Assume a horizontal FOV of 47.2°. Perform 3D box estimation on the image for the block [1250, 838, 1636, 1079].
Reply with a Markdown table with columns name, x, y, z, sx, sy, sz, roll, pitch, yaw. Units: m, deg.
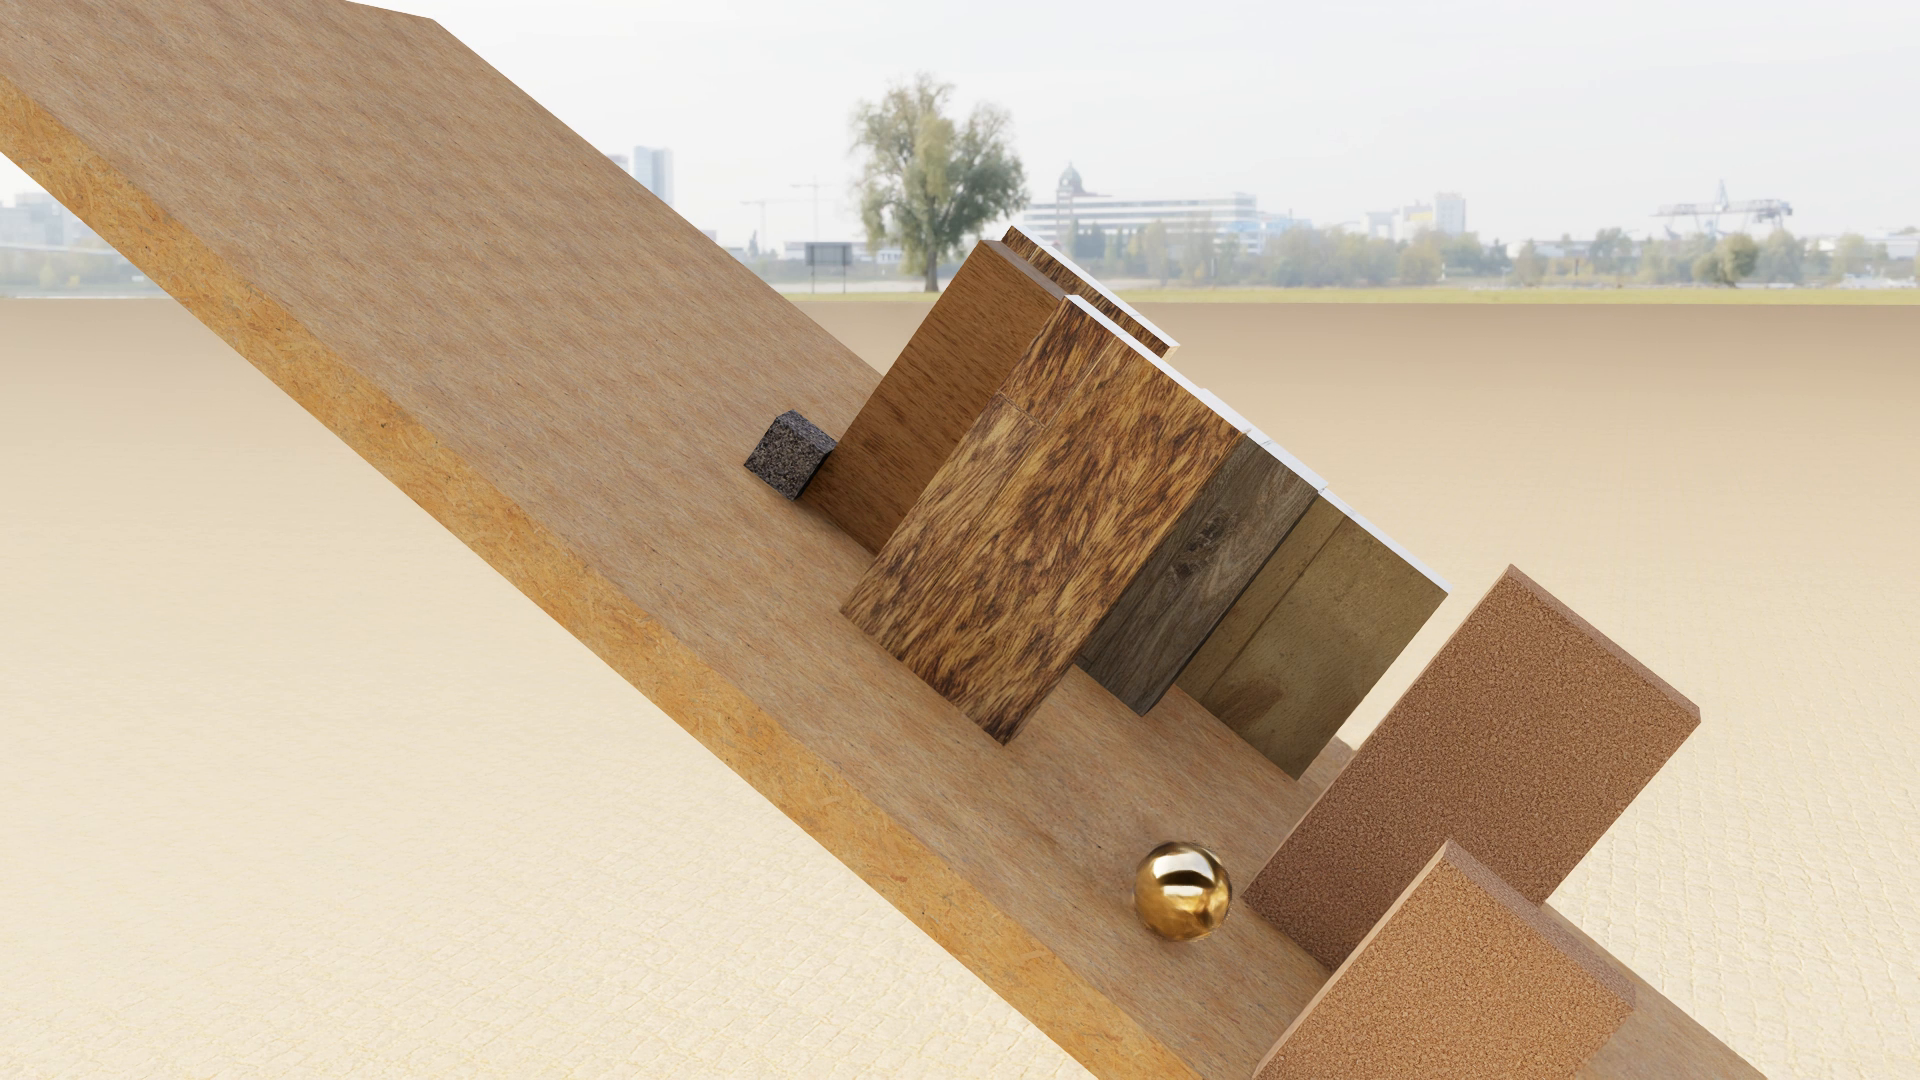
| name | x | y | z | sx | sy | sz | roll | pitch | yaw |
| --- | --- | --- | --- | --- | --- | --- | --- | --- | --- |
| block | 0.652 | 0.677 | 2.992 | 0.312 | 0.431 | 0.104 | 39 | 16 | 9 |

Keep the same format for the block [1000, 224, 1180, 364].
| name | x | y | z | sx | sy | sz | roll | pitch | yaw |
| --- | --- | --- | --- | --- | --- | --- | --- | --- | --- |
| block | 0.149 | -0.349 | 4.767 | 0.430 | 0.502 | 0.110 | 39 | 16 | 9 |

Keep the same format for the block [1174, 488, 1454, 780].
| name | x | y | z | sx | sy | sz | roll | pitch | yaw |
| --- | --- | --- | --- | --- | --- | --- | --- | --- | --- |
| block | 0.656 | 0.150 | 4.421 | 0.445 | 0.486 | 0.112 | 39 | 16 | 9 |

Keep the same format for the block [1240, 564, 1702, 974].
| name | x | y | z | sx | sy | sz | roll | pitch | yaw |
| --- | --- | --- | --- | --- | --- | --- | --- | --- | --- |
| block | 0.822 | 0.429 | 3.575 | 0.372 | 0.695 | 0.124 | 39 | 16 | 9 |

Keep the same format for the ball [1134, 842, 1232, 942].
| name | x | y | z | sx | sy | sz | roll | pitch | yaw |
| --- | --- | --- | --- | --- | --- | --- | --- | --- | --- |
| ball | 0.333 | 0.524 | 3.286 | 0.148 | 0.148 | 0.148 | 0 | 7 | 0 |

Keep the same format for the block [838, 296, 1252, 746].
| name | x | y | z | sx | sy | sz | roll | pitch | yaw |
| --- | --- | --- | --- | --- | --- | --- | --- | --- | --- |
| block | 0.130 | -0.029 | 3.542 | 0.353 | 0.641 | 0.088 | 39 | 16 | 9 |

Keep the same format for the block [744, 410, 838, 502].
| name | x | y | z | sx | sy | sz | roll | pitch | yaw |
| --- | --- | --- | --- | --- | --- | --- | --- | --- | --- |
| block | -0.303 | -0.154 | 3.976 | 0.109 | 0.109 | 0.109 | 37 | 16 | 3 |

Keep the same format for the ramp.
| name | x | y | z | sx | sy | sz | roll | pitch | yaw |
| --- | --- | --- | --- | --- | --- | --- | --- | --- | --- |
| ramp | -0.062 | 0.124 | 4.069 | 4.000 | 0.100 | 2.000 | 39 | 16 | 9 |

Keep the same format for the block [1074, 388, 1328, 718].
| name | x | y | z | sx | sy | sz | roll | pitch | yaw |
| --- | --- | --- | --- | --- | --- | --- | --- | --- | --- |
| block | 0.403 | 0.023 | 4.147 | 0.294 | 0.544 | 0.142 | 39 | 16 | 9 |

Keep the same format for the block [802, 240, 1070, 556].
| name | x | y | z | sx | sy | sz | roll | pitch | yaw |
| --- | --- | --- | --- | --- | --- | --- | --- | --- | --- |
| block | -0.011 | -0.230 | 3.953 | 0.254 | 0.573 | 0.124 | 39 | 16 | 9 |
